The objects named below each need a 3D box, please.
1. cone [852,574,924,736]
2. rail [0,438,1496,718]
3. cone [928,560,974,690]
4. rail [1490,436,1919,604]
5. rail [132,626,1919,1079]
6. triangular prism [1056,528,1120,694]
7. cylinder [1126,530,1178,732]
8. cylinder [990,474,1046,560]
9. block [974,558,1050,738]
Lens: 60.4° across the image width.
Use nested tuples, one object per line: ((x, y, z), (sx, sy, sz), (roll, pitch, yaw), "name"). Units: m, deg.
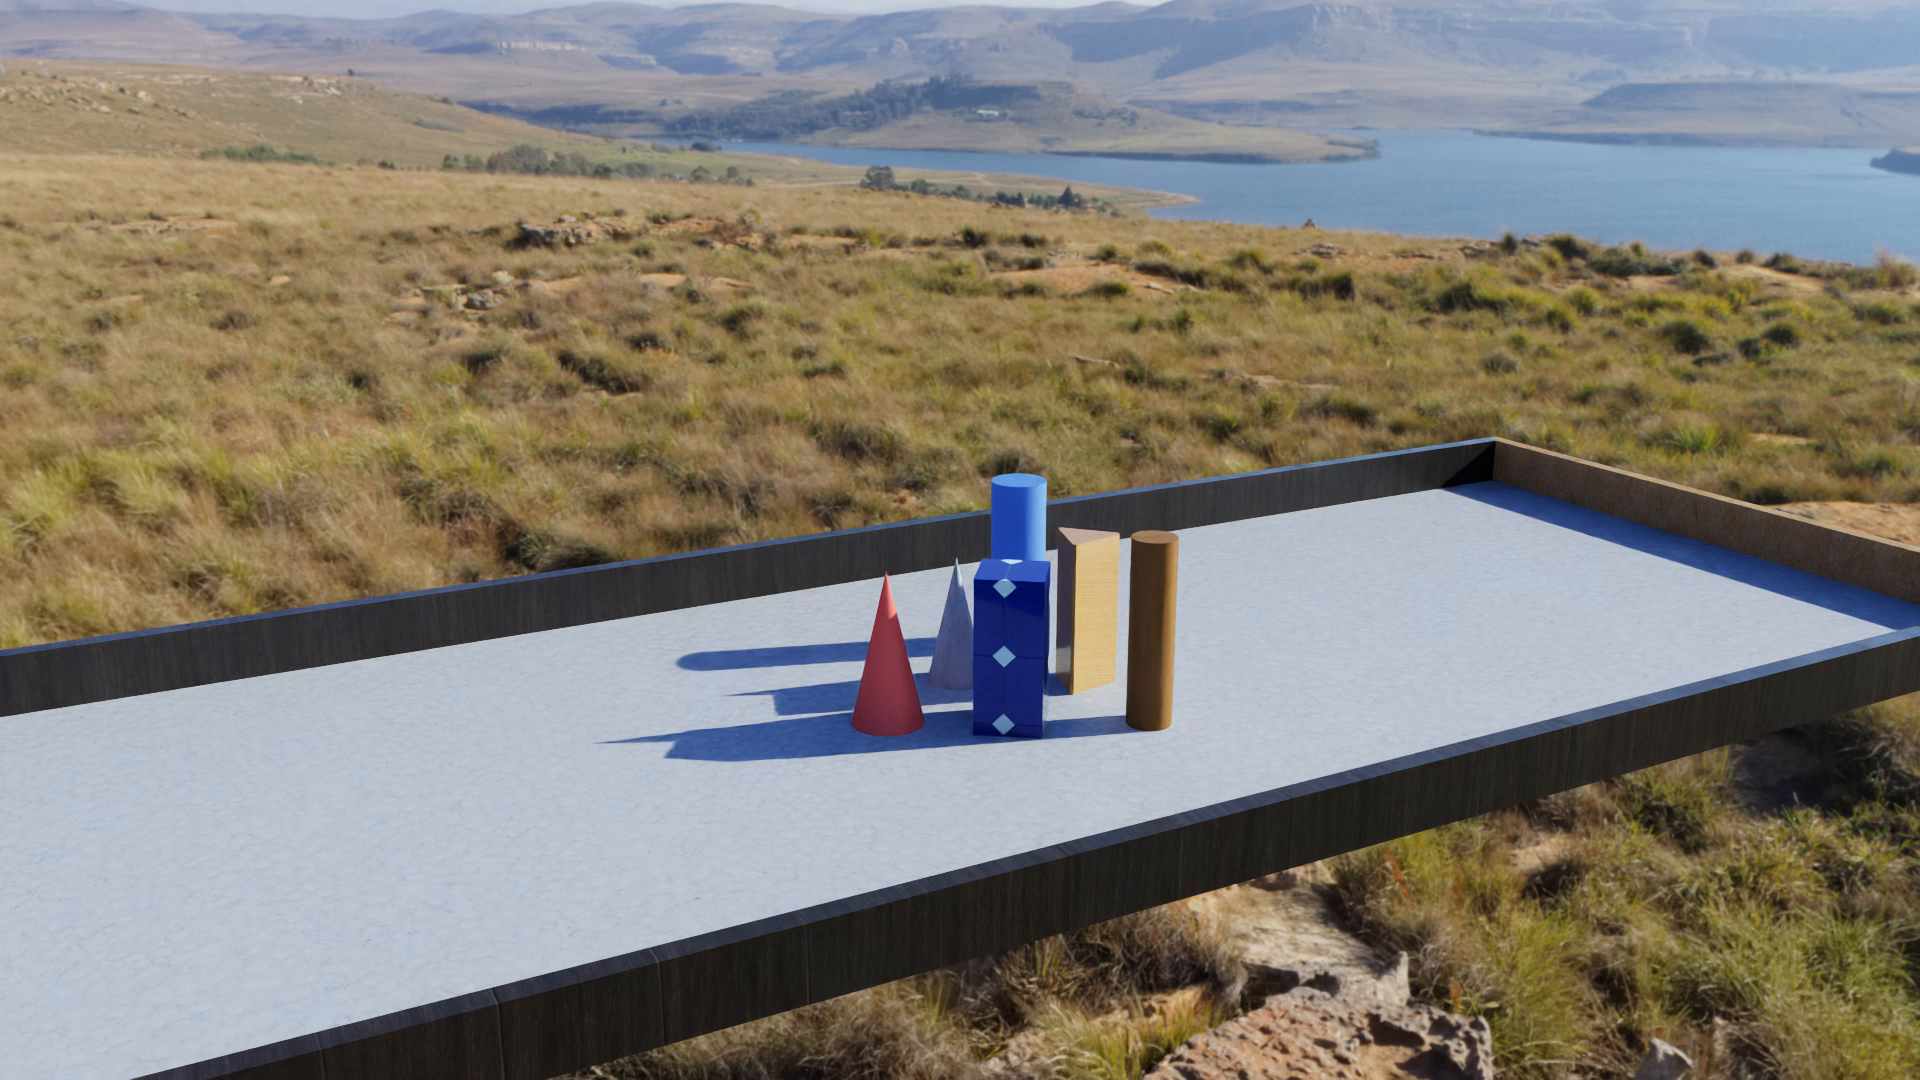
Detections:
((-0.170, 0.250, 3.841), (0.173, 0.373, 0.173), (0, 16, 0), "cone")
((-3.305, 0.497, 3.399), (12.000, 0.150, 0.050), (-9, 18, -27), "rail")
((-0.009, 0.197, 4.111), (0.146, 0.323, 0.146), (0, 16, 0), "cone")
((2.466, -0.048, 5.253), (0.050, 0.150, 2.100), (-9, 18, -27), "rail")
((-2.336, 1.006, 1.665), (12.000, 0.150, 0.050), (-9, 18, -27), "rail")
((0.289, 0.168, 4.100), (0.153, 0.385, 0.133), (-14, 21, -39), "triangular prism")
((0.445, 0.211, 3.827), (0.108, 0.456, 0.108), (0, 16, 0), "cylinder")
((0.154, 0.058, 4.369), (0.145, 0.446, 0.145), (0, 16, 0), "cylinder")
((0.121, 0.250, 3.831), (0.161, 0.379, 0.161), (2, 17, 8), "block")
